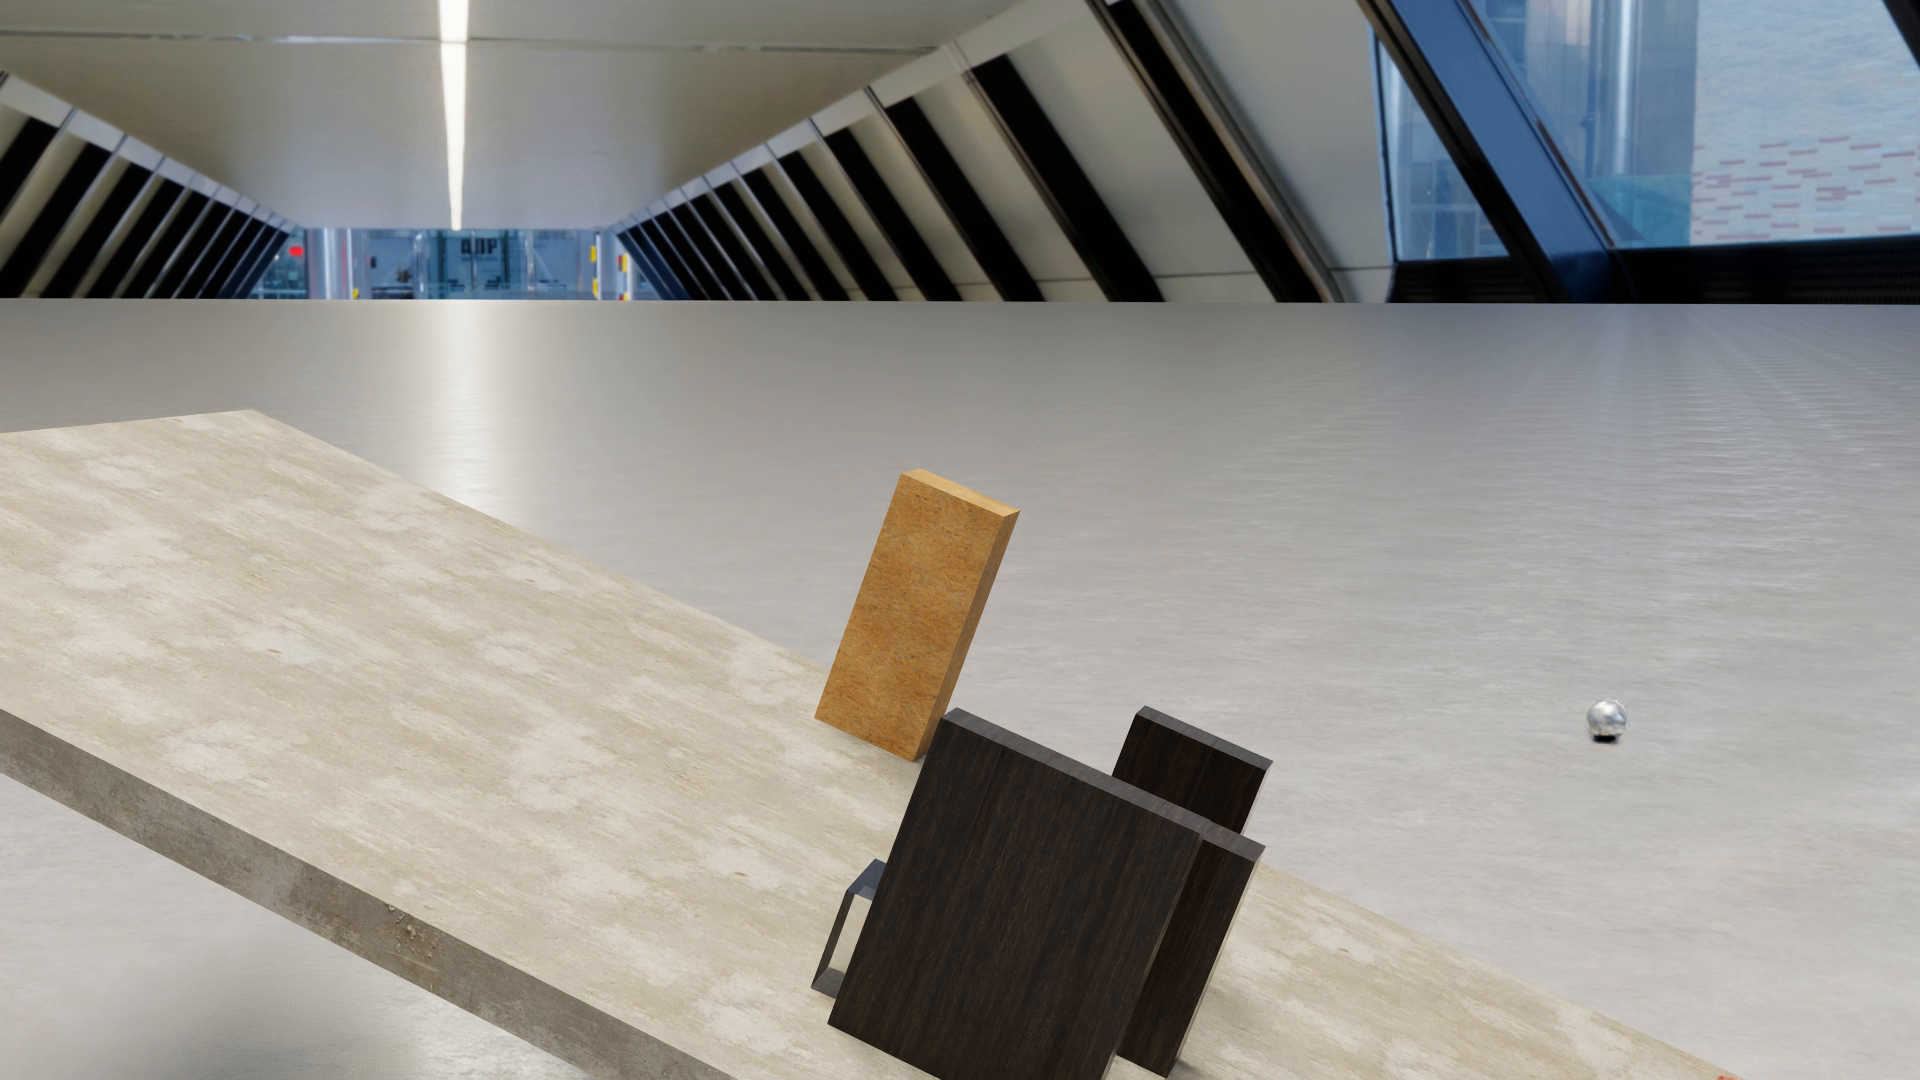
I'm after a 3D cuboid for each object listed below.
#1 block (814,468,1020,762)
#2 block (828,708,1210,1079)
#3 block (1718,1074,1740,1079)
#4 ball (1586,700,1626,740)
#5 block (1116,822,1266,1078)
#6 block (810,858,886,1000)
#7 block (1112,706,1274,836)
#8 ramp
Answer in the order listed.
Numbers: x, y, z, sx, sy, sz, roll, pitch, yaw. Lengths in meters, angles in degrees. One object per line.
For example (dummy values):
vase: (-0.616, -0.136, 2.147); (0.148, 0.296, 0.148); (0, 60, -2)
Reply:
block: (-0.095, 0.163, 4.805); (0.244, 0.581, 0.132); (23, 13, 13)
block: (0.084, 0.589, 3.373); (0.427, 0.533, 0.083); (23, 13, 13)
block: (1.514, 1.134, 4.178); (0.150, 0.150, 0.150); (16, 13, -19)
ball: (2.573, 0.719, 8.756); (0.159, 0.159, 0.159); (0, 7, 0)
block: (0.267, 0.639, 3.735); (0.366, 0.409, 0.110); (23, 13, 13)
block: (-0.110, 0.660, 3.594); (0.179, 0.179, 0.179); (22, 13, 9)
block: (0.381, 0.570, 4.134); (0.262, 0.442, 0.085); (23, 13, 13)
ramp: (-0.326, 0.590, 4.206); (4.000, 0.100, 2.000); (23, 13, 13)
